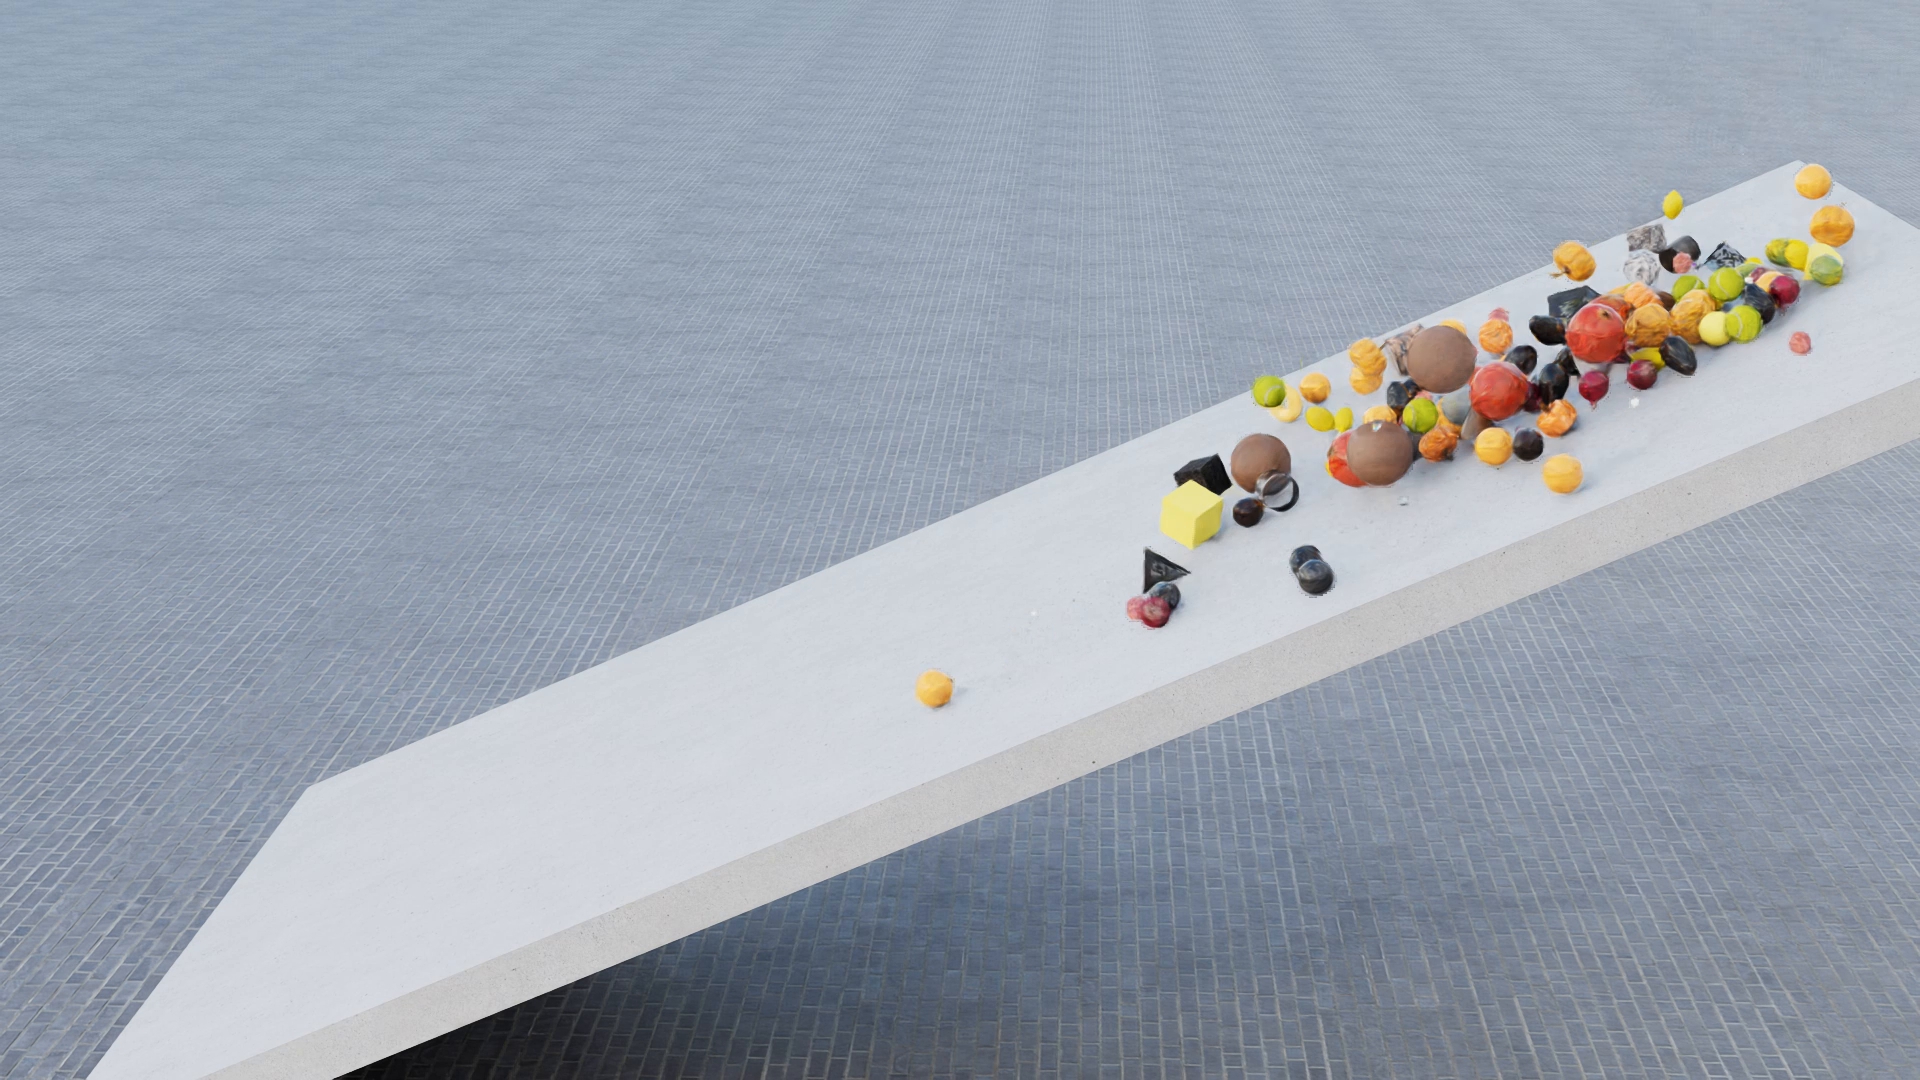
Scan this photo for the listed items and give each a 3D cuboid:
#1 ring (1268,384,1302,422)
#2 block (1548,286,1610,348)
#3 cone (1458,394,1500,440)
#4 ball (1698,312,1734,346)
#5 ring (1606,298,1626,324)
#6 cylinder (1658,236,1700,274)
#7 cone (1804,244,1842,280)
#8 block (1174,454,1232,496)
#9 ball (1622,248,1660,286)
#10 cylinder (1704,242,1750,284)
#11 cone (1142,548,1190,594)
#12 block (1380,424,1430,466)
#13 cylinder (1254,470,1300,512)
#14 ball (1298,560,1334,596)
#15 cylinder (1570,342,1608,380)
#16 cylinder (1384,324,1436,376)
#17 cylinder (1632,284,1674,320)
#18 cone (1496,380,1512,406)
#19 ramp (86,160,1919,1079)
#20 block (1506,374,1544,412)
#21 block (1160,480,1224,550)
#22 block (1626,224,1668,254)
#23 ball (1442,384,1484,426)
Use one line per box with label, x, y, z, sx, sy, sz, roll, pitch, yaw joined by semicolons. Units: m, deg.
ring;0.737;-0.310;6.663;0.088;0.088;0.029;13;25;40
block;1.298;-0.467;6.173;0.091;0.091;0.091;-13;-23;36
cone;1.025;-0.245;5.819;0.086;0.086;0.086;-4;5;0
ball;1.481;-0.414;5.760;0.067;0.067;0.067;0;15;0
ring;1.378;-0.486;6.315;0.109;0.036;0.109;-26;13;6
cylinder;1.575;-0.625;6.439;0.063;0.063;0.063;-32;30;-29
cone;1.718;-0.542;5.913;0.079;0.079;0.079;-7;-24;-24
block;0.525;-0.130;6.366;0.076;0.076;0.076;-12;18;45
ball;1.406;-0.562;6.065;0.076;0.076;0.076;0;15;0
cylinder;1.600;-0.578;6.139;0.065;0.065;0.065;43;30;14
cone;0.414;0.063;5.868;0.094;0.094;0.094;3;15;1
block;0.901;-0.193;5.949;0.062;0.062;0.062;-32;14;-19
cylinder;0.648;-0.101;6.018;0.076;0.076;0.076;-2;9;-7
ball;0.648;0.068;5.360;0.066;0.066;0.066;0;15;0
cylinder;1.275;-0.364;5.959;0.057;0.057;0.057;-25;11;5
cylinder;1.016;-0.430;6.638;0.090;0.090;0.090;-24;16;2
cylinder;1.442;-0.495;6.119;0.062;0.062;0.062;-6;22;-21
cone;1.135;-0.299;6.037;0.055;0.055;0.055;2;15;-1
ramp;0.132;0.170;6.284;4.000;0.100;2.000;-23;13;8
block;1.144;-0.298;5.952;0.052;0.052;0.052;-18;14;28
block;0.475;-0.052;6.039;0.087;0.087;0.087;33;49;30
block;1.494;-0.651;6.396;0.058;0.058;0.058;-11;-2;-42
ball;1.007;-0.270;5.886;0.085;0.085;0.085;0;15;0
